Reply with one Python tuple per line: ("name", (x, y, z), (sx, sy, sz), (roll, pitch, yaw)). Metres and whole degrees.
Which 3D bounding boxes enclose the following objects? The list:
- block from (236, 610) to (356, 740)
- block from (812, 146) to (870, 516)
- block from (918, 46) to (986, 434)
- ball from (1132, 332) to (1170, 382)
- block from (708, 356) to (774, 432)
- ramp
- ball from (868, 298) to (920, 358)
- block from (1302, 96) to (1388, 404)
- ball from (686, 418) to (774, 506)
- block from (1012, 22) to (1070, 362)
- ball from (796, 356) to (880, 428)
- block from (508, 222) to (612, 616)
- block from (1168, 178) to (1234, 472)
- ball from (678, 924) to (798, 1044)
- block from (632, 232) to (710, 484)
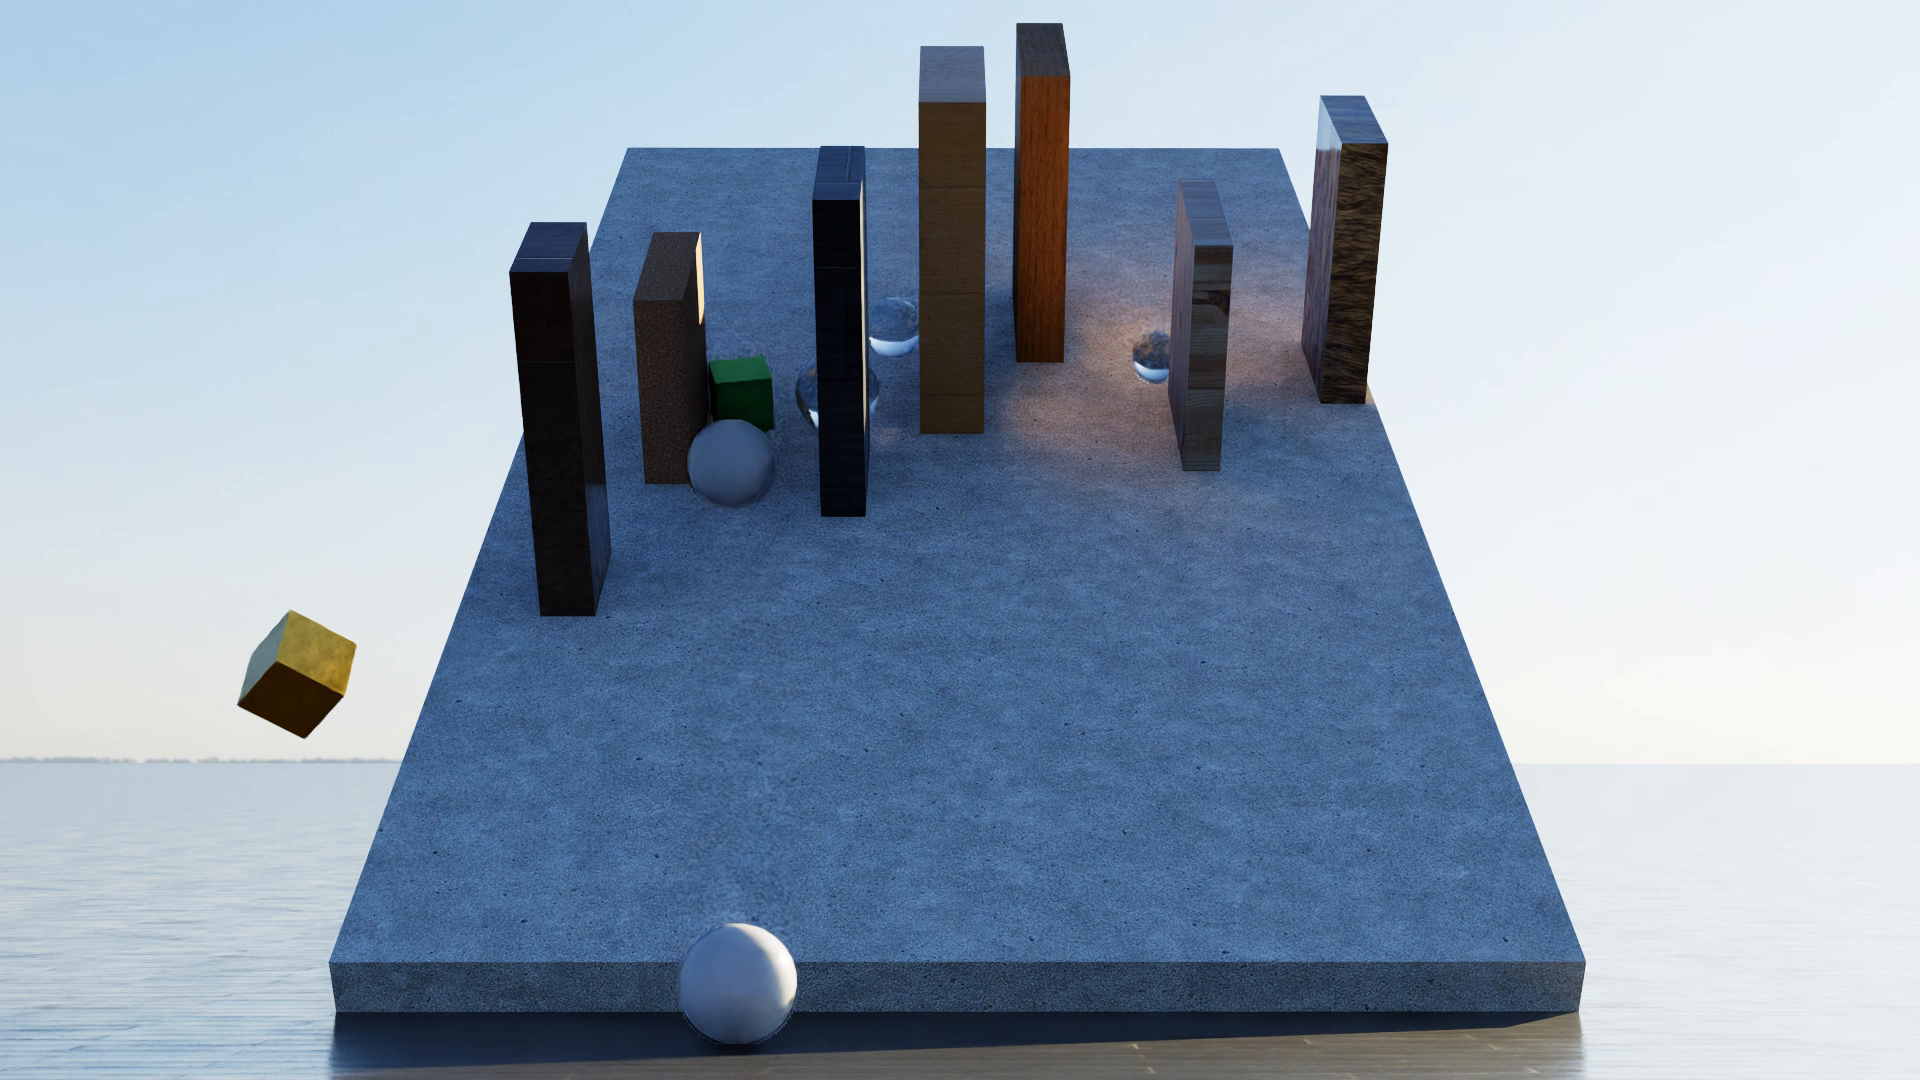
("block", (-1.442, 0.293, 5.191), (0.167, 0.167, 0.167), (32, -59, -25))
("block", (-0.252, -0.448, 5.130), (0.096, 0.720, 0.339), (0, 28, 0))
("block", (-0.018, -0.695, 5.522), (0.147, 0.791, 0.426), (0, 28, 0))
("ball", (0.475, -0.441, 5.742), (0.122, 0.122, 0.122), (0, -5, 0))
("block", (-0.509, -0.336, 5.547), (0.131, 0.131, 0.131), (-6, 29, -11))
("ramp", (-0.011, -0.223, 5.582), (2.000, 0.100, 4.000), (0, 28, 0))
("ball", (-0.166, -0.523, 5.882), (0.149, 0.149, 0.149), (0, -5, 0))
("block", (0.911, -0.692, 5.678), (0.106, 0.644, 0.356), (0, 28, 0))
("ball", (-0.496, -0.167, 5.166), (0.190, 0.190, 0.190), (0, -5, 0))
("block", (0.198, -0.863, 5.911), (0.116, 0.724, 0.449), (0, 28, 0))
("ball", (-0.282, -0.340, 5.488), (0.194, 0.194, 0.194), (0, -5, 0))
("block", (-0.783, -0.234, 4.707), (0.109, 0.735, 0.263), (0, 28, 0))
("block", (0.542, -0.492, 5.411), (0.082, 0.538, 0.424), (0, 28, 0))
("ball", (-0.319, 0.636, 3.418), (0.170, 0.170, 0.170), (0, -5, 0))
("block", (-0.645, -0.413, 5.364), (0.107, 0.438, 0.410), (0, 28, 0))
